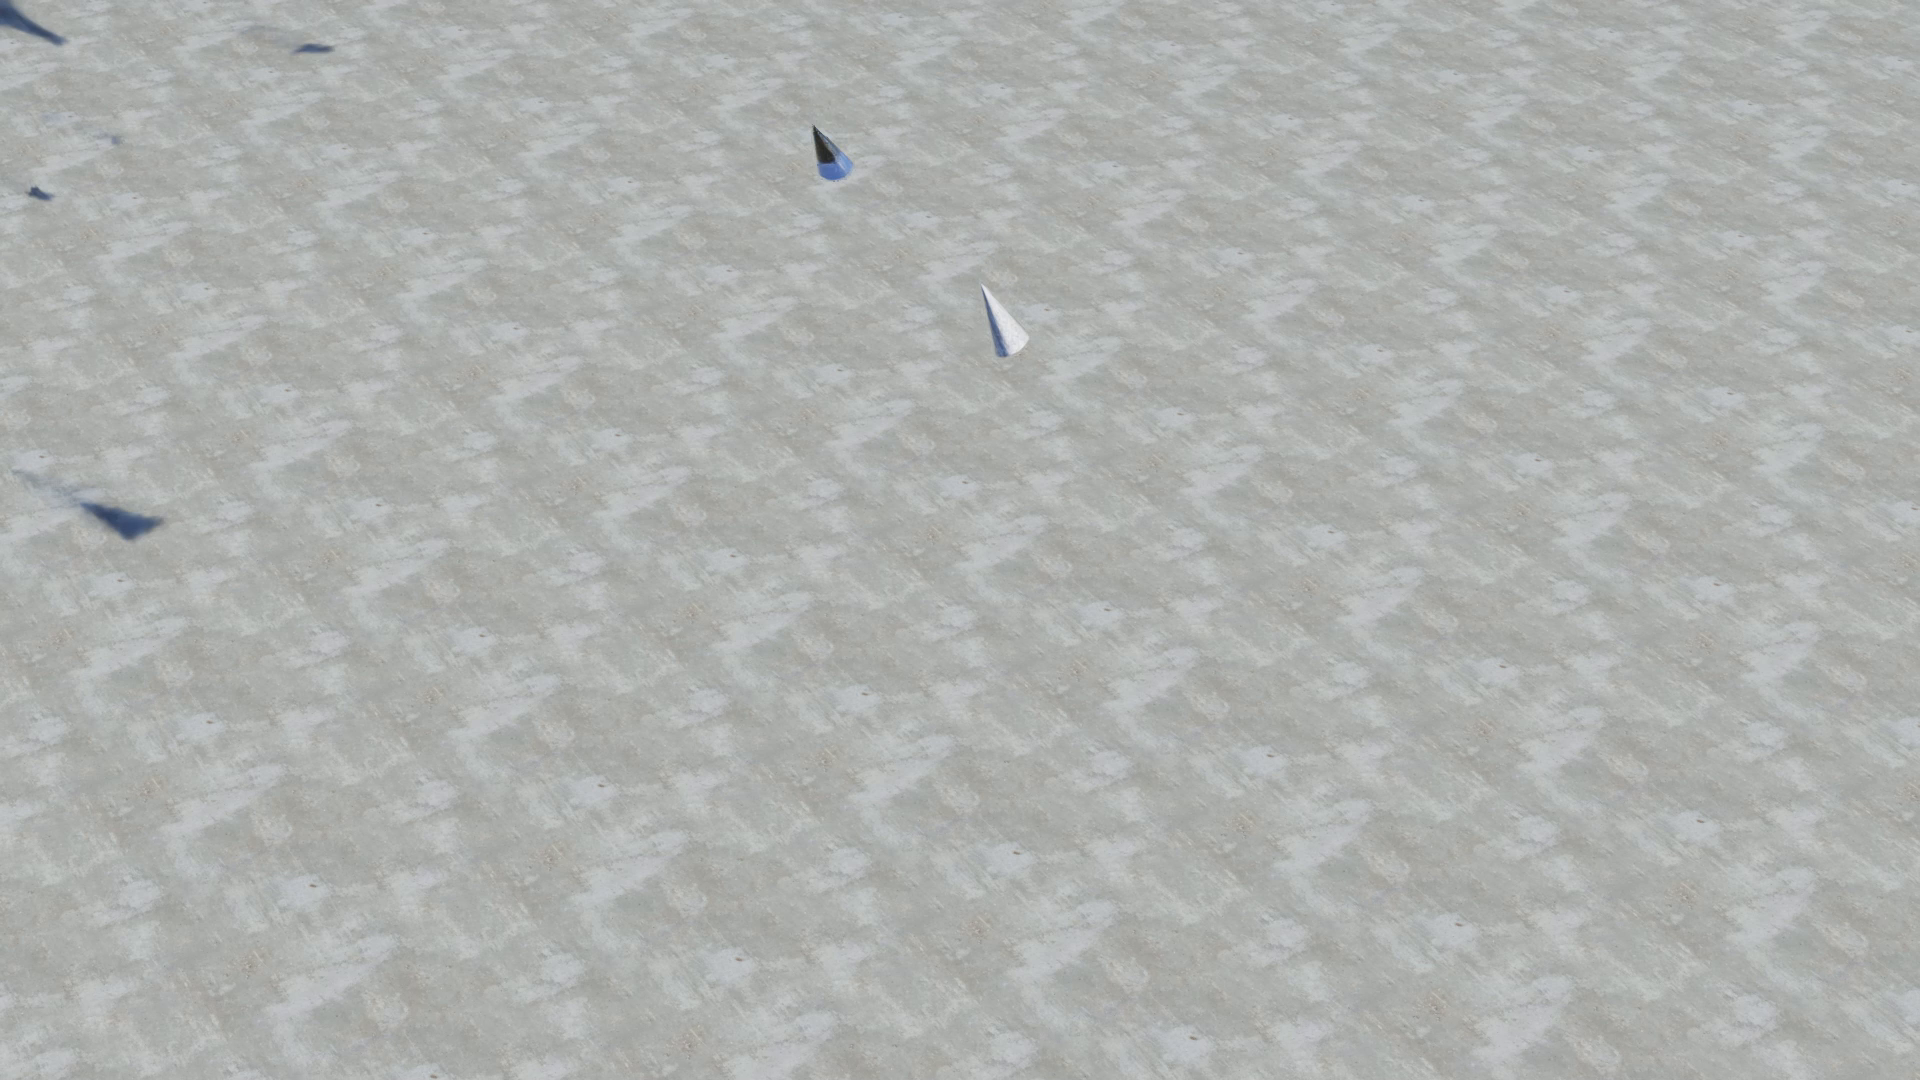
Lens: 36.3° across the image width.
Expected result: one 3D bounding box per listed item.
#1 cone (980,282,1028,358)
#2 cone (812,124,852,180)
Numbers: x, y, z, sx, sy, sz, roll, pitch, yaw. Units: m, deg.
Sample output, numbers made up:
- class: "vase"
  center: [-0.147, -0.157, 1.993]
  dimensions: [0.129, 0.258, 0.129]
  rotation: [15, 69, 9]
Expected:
- class: "cone"
  center: [0.097, -0.615, 7.945]
  dimensions: [0.103, 0.197, 0.239]
  rotation: [-25, 14, 8]
- class: "cone"
  center: [-0.380, -1.100, 8.171]
  dimensions: [0.111, 0.182, 0.094]
  rotation: [24, 67, 35]
